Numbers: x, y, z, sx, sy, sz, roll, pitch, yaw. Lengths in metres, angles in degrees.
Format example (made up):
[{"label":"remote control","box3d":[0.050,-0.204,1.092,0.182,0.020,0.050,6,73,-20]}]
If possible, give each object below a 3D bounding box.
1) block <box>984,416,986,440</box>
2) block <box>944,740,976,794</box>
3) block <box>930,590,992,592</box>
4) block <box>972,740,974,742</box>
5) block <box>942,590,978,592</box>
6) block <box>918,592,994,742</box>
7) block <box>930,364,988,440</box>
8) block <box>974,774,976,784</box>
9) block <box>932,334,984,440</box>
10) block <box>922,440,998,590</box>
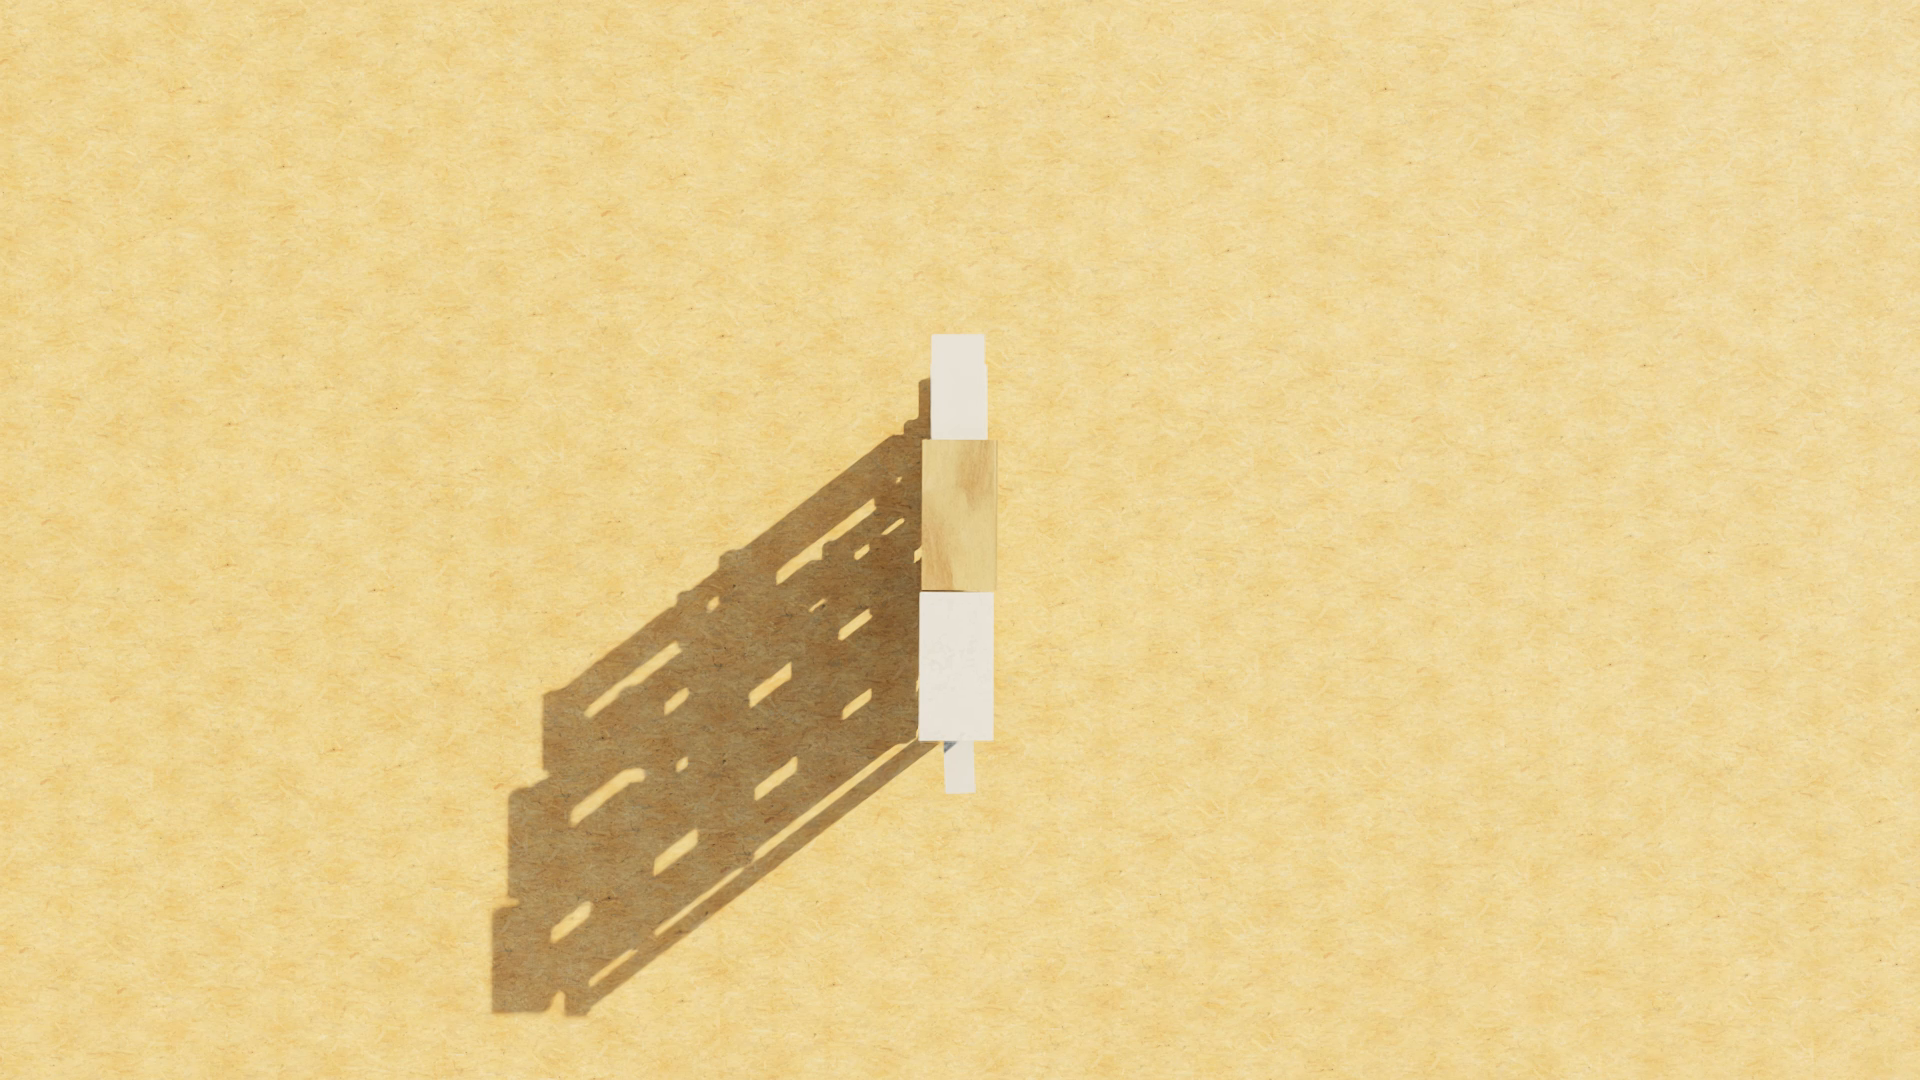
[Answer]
[{"label":"block","box3d":[0.003,-0.186,4.249,0.130,0.037,0.261,0,90,0]},{"label":"block","box3d":[-0.002,0.541,4.001,0.072,0.021,0.145,-3,90,0]},{"label":"block","box3d":[0.003,-0.001,4.552,0.171,0.048,0.341,0,90,0]},{"label":"block","box3d":[-0.003,0.490,4.083,0.072,0.145,0.021,0,90,0]},{"label":"block","box3d":[0.001,0.042,4.327,0.094,0.027,0.187,1,90,0]},{"label":"block","box3d":[-0.008,0.289,3.793,0.170,0.048,0.339,0,90,0]},{"label":"block","box3d":[-0.003,-0.335,4.672,0.159,0.045,0.318,0,90,0]},{"label":"block","box3d":[0.001,0.589,4.756,0.072,1.489,0.021,0,90,0]},{"label":"block","box3d":[-0.005,-0.365,3.958,0.127,0.036,0.254,0,90,0]},{"label":"block","box3d":[0.000,-0.058,3.854,0.175,0.050,0.351,0,90,0]}]
